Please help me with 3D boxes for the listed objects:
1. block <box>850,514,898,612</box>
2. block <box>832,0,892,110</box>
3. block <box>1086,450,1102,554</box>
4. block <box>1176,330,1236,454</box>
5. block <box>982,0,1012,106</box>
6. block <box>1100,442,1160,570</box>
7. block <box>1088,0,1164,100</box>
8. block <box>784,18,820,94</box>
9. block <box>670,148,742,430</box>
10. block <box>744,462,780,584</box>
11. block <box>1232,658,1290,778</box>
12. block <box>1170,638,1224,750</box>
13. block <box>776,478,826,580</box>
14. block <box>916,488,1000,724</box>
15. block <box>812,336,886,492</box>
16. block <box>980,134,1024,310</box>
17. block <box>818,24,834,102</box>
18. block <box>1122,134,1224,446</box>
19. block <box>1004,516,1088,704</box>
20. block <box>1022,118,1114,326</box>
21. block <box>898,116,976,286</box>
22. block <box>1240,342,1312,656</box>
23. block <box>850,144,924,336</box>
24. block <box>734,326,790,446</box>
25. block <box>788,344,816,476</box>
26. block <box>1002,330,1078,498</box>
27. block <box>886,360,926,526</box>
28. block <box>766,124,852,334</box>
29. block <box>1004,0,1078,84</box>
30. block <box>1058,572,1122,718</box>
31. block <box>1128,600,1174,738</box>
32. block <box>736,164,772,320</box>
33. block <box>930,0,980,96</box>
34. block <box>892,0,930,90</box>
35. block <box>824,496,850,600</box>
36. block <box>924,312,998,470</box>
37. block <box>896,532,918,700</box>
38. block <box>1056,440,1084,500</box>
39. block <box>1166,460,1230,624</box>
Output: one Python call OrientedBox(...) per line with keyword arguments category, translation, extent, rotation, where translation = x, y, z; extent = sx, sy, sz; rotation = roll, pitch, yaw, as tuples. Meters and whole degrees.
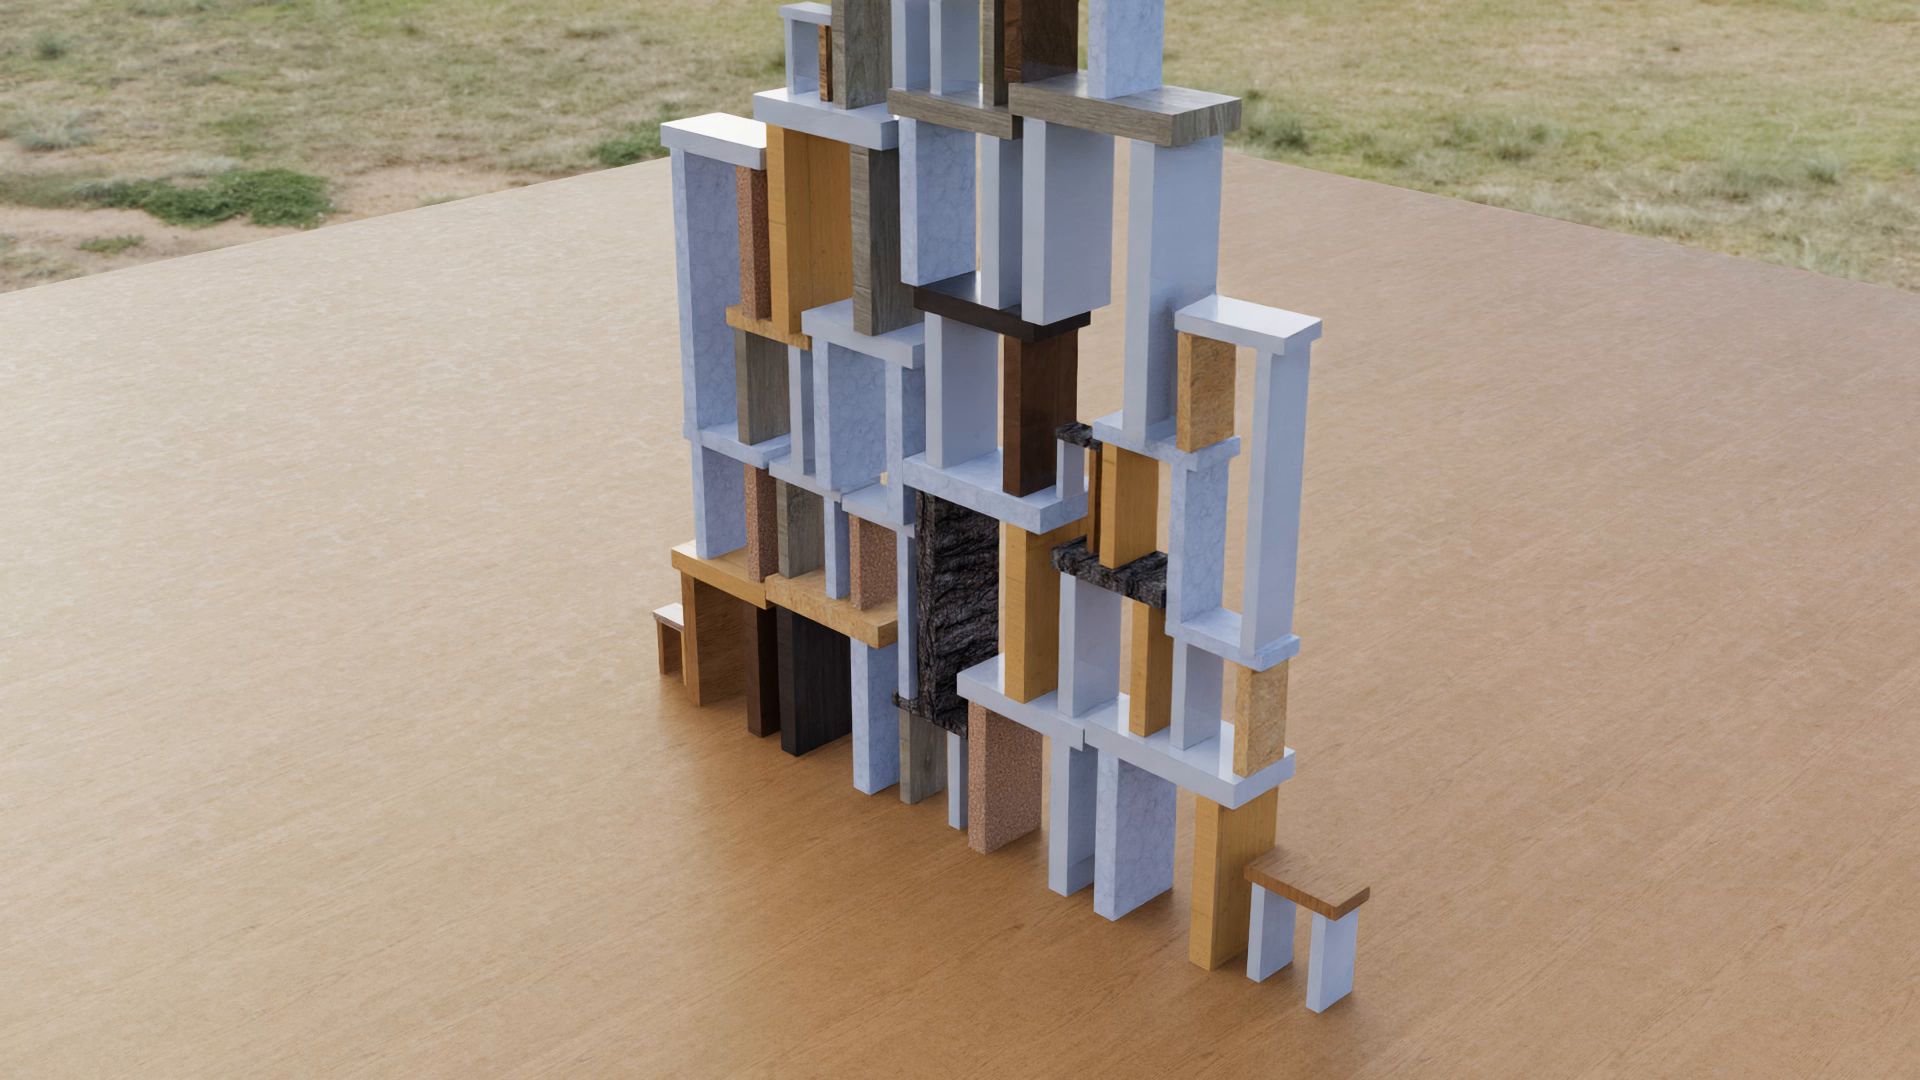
OrientedBox(category="block", translation=(-0.173, 0.030, 4.421), extent=(0.103, 0.206, 0.029), rotation=(-21, 31, -40))
OrientedBox(category="block", translation=(-0.177, -0.948, 4.014), extent=(0.122, 0.304, 0.035), rotation=(-21, 31, -40))
OrientedBox(category="block", translation=(0.253, -0.075, 3.922), extent=(0.016, 0.197, 0.057), rotation=(21, 31, 40))
OrientedBox(category="block", translation=(0.409, -0.260, 3.649), extent=(0.106, 0.212, 0.030), rotation=(-22, 33, -34))
OrientedBox(category="block", translation=(0.082, -0.848, 3.772), extent=(0.027, 0.191, 0.095), rotation=(21, 31, 40))
OrientedBox(category="block", translation=(0.299, -0.076, 3.876), extent=(0.033, 0.232, 0.116), rotation=(21, 31, 40))
OrientedBox(category="block", translation=(0.270, -0.865, 3.554), extent=(0.040, 0.281, 0.140), rotation=(21, 31, 40))
OrientedBox(category="block", translation=(-0.296, -0.917, 4.150), extent=(0.020, 0.141, 0.071), rotation=(21, 30, 40))
OrientedBox(category="block", translation=(-0.511, -0.530, 4.560), extent=(0.153, 0.590, 0.043), rotation=(-21, 31, -41))
OrientedBox(category="block", translation=(-0.387, -0.053, 4.624), extent=(0.037, 0.264, 0.132), rotation=(21, 31, 41))
OrientedBox(category="block", translation=(0.519, 0.295, 3.789), extent=(0.105, 0.211, 0.030), rotation=(-21, 30, -40))
OrientedBox(category="block", translation=(0.419, 0.256, 3.880), extent=(0.105, 0.211, 0.030), rotation=(-21, 31, -40))
OrientedBox(category="block", translation=(-0.327, -0.038, 4.565), extent=(0.031, 0.219, 0.109), rotation=(21, 31, 41))
OrientedBox(category="block", translation=(-0.003, 0.106, 4.275), extent=(0.050, 0.480, 0.176), rotation=(21, 31, 40))
OrientedBox(category="block", translation=(-0.216, -0.266, 4.348), extent=(0.155, 0.310, 0.044), rotation=(-21, 31, -41))
OrientedBox(category="block", translation=(0.105, -0.572, 3.866), extent=(0.043, 0.305, 0.153), rotation=(21, 31, 40))
OrientedBox(category="block", translation=(-0.229, -0.891, 4.090), extent=(0.020, 0.141, 0.071), rotation=(21, 31, 41))
OrientedBox(category="block", translation=(0.353, -0.424, 3.659), extent=(0.050, 0.513, 0.177), rotation=(21, 31, 40))
OrientedBox(category="block", translation=(0.163, 0.112, 4.097), extent=(0.050, 0.353, 0.176), rotation=(21, 31, 41))
OrientedBox(category="block", translation=(0.186, -0.562, 3.781), extent=(0.050, 0.354, 0.177), rotation=(21, 31, 40))
OrientedBox(category="block", translation=(-0.039, -0.628, 3.997), extent=(0.043, 0.305, 0.153), rotation=(21, 31, 40))
OrientedBox(category="block", translation=(0.518, -0.070, 3.618), extent=(0.030, 0.533, 0.106), rotation=(21, 31, 40))
OrientedBox(category="block", translation=(-0.119, -0.575, 4.110), extent=(0.178, 0.356, 0.050), rotation=(-21, 31, -41))
OrientedBox(category="block", translation=(-0.401, -0.329, 4.525), extent=(0.035, 0.248, 0.124), rotation=(21, 31, 41))
OrientedBox(category="block", translation=(-0.283, -0.276, 4.423), extent=(0.035, 0.268, 0.124), rotation=(21, 31, 40))
OrientedBox(category="block", translation=(0.145, -0.239, 3.964), extent=(0.042, 0.299, 0.149), rotation=(21, 31, 40))
OrientedBox(category="block", translation=(-0.070, -0.203, 4.216), extent=(0.155, 0.324, 0.044), rotation=(-21, 31, -41))
OrientedBox(category="block", translation=(-0.287, -0.618, 4.277), extent=(0.050, 0.407, 0.178), rotation=(21, 31, 40))
OrientedBox(category="block", translation=(0.136, -0.916, 3.676), extent=(0.040, 0.281, 0.140), rotation=(21, 31, 41))
OrientedBox(category="block", translation=(0.239, 0.174, 4.042), extent=(0.037, 0.283, 0.130), rotation=(21, 31, 41))
OrientedBox(category="block", translation=(0.361, 0.211, 3.925), extent=(0.130, 0.259, 0.037), rotation=(-21, 31, -40))
OrientedBox(category="block", translation=(-0.366, -0.605, 4.373), extent=(0.043, 0.307, 0.153), rotation=(21, 31, 40))
OrientedBox(category="block", translation=(-0.009, -0.883, 3.854), extent=(0.027, 0.191, 0.095), rotation=(21, 31, 41))
OrientedBox(category="block", translation=(-0.065, -0.929, 3.892), extent=(0.035, 0.245, 0.122), rotation=(21, 31, 40))
OrientedBox(category="block", translation=(-0.223, 0.002, 4.470), extent=(0.031, 0.219, 0.109), rotation=(21, 31, 41))
OrientedBox(category="block", translation=(0.004, -0.294, 4.093), extent=(0.042, 0.299, 0.149), rotation=(21, 31, 40))
OrientedBox(category="block", translation=(-0.076, 0.137, 4.360), extent=(0.029, 0.356, 0.103), rotation=(21, 31, 40))
OrientedBox(category="block", translation=(0.199, -0.134, 3.954), extent=(0.016, 0.113, 0.057), rotation=(22, 31, 40))
OrientedBox(category="block", translation=(0.409, -0.007, 3.786), extent=(0.033, 0.288, 0.116), rotation=(21, 31, 40))
